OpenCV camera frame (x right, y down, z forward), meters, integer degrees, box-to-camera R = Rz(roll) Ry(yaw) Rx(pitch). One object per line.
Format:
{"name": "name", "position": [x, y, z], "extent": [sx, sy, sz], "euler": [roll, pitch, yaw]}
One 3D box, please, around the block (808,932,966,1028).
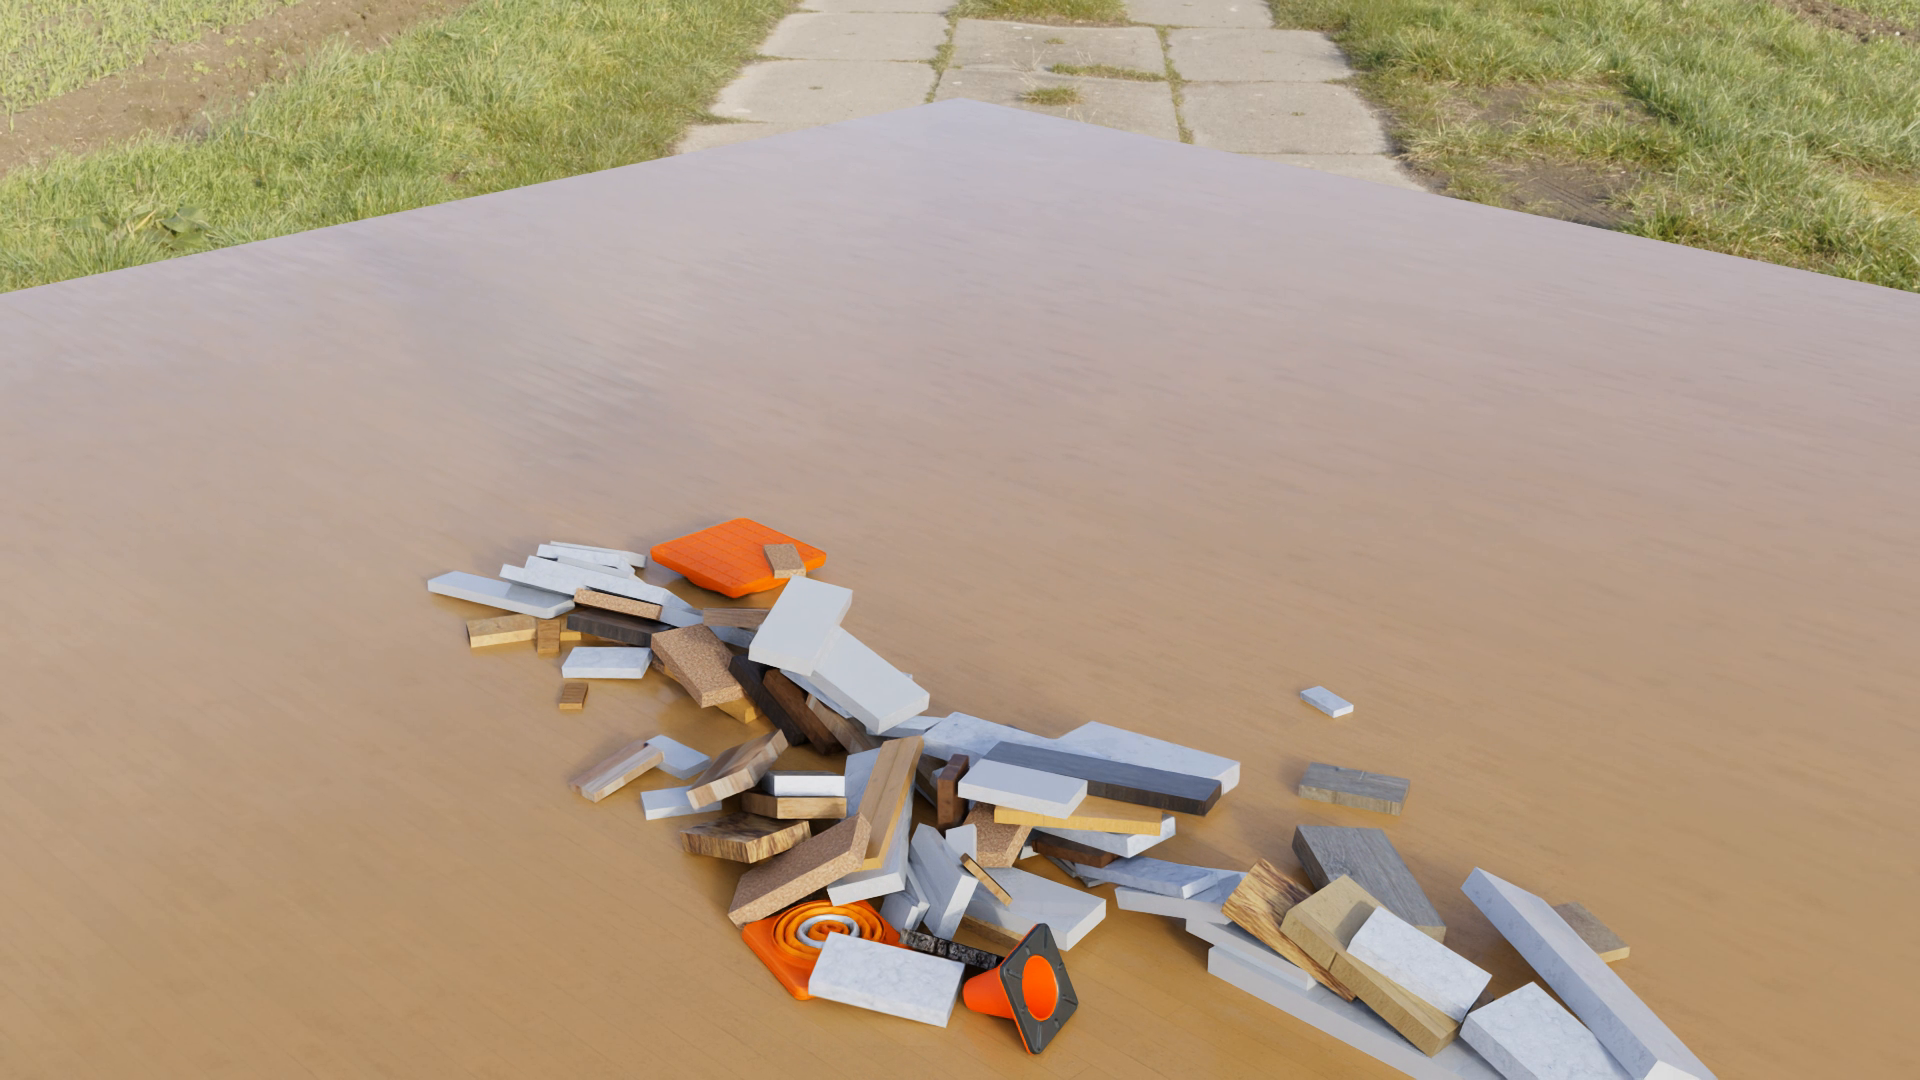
{"name": "block", "position": [-0.127, 0.767, 3.844], "extent": [0.248, 0.035, 0.124], "euler": [12, 35, 10]}

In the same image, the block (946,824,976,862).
{"name": "block", "position": [0.002, 0.587, 4.118], "extent": [0.056, 0.016, 0.113], "euler": [-16, 43, 16]}

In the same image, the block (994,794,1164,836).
{"name": "block", "position": [0.226, 0.512, 4.150], "extent": [0.311, 0.027, 0.095], "euler": [4, 21, 7]}

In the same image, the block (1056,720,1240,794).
{"name": "block", "position": [0.379, 0.461, 4.532], "extent": [0.352, 0.050, 0.176], "euler": [13, 19, 31]}

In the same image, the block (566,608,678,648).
{"name": "block", "position": [-0.789, 0.205, 5.148], "extent": [0.234, 0.033, 0.117], "euler": [11, 11, 24]}

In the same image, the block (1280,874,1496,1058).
{"name": "block", "position": [0.727, 0.721, 3.748], "extent": [0.167, 0.047, 0.334], "euler": [-22, 49, -41]}

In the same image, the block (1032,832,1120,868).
{"name": "block", "position": [0.226, 0.584, 4.186], "extent": [0.163, 0.023, 0.081], "euler": [8, 19, 39]}

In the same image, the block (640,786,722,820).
{"name": "block", "position": [-0.568, 0.532, 4.480], "extent": [0.154, 0.022, 0.077], "euler": [-6, 24, -14]}

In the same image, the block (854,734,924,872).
{"name": "block", "position": [-0.149, 0.505, 4.244], "extent": [0.081, 0.023, 0.428], "euler": [-11, 24, 16]}

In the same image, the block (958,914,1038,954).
{"name": "block", "position": [0.066, 0.702, 4.073], "extent": [0.190, 0.027, 0.095], "euler": [17, 28, 35]}

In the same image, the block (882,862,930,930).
{"name": "block", "position": [-0.102, 0.667, 4.090], "extent": [0.022, 0.077, 0.154], "euler": [23, 14, -24]}

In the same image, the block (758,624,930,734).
{"name": "block", "position": [-0.249, 0.267, 4.635], "extent": [0.142, 0.040, 0.385], "euler": [-25, 47, -38]}

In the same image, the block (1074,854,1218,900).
{"name": "block", "position": [0.342, 0.616, 4.066], "extent": [0.081, 0.023, 0.320], "euler": [-17, 10, -32]}

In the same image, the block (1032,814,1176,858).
{"name": "block", "position": [0.266, 0.540, 4.222], "extent": [0.135, 0.038, 0.269], "euler": [-18, 20, -41]}

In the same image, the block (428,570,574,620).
{"name": "block", "position": [-1.123, 0.133, 5.372], "extent": [0.403, 0.026, 0.093], "euler": [11, 20, 32]}

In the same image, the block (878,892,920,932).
{"name": "block", "position": [-0.112, 0.684, 4.047], "extent": [0.016, 0.056, 0.112], "euler": [22, 0, -25]}

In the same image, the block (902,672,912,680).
{"name": "block", "position": [-0.164, 0.311, 5.009], "extent": [0.100, 0.014, 0.050], "euler": [13, 26, 29]}

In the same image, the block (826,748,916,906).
{"name": "block", "position": [-0.166, 0.540, 4.256], "extent": [0.138, 0.039, 0.487], "euler": [-15, 23, 9]}

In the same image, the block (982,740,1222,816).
{"name": "block", "position": [0.268, 0.457, 4.226], "extent": [0.455, 0.031, 0.110], "euler": [8, 18, 21]}

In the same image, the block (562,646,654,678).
{"name": "block", "position": [-0.807, 0.281, 5.038], "extent": [0.186, 0.026, 0.093], "euler": [0, 28, 10]}

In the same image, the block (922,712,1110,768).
{"name": "block", "position": [0.110, 0.430, 4.409], "extent": [0.358, 0.038, 0.135], "euler": [14, 25, 27]}

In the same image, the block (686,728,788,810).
{"name": "block", "position": [-0.451, 0.465, 4.479], "extent": [0.138, 0.039, 0.275], "euler": [-22, 7, 13]}

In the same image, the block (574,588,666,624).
{"name": "block", "position": [-0.792, 0.165, 5.247], "extent": [0.234, 0.033, 0.117], "euler": [11, -11, 24]}

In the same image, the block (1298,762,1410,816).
{"name": "block", "position": [0.811, 0.511, 4.520], "extent": [0.208, 0.029, 0.104], "euler": [9, 25, 20]}

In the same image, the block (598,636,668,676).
{"name": "block", "position": [-0.680, 0.276, 5.084], "extent": [0.072, 0.020, 0.445], "euler": [-20, 30, -39]}

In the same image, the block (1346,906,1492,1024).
{"name": "block", "position": [0.775, 0.714, 3.708], "extent": [0.220, 0.031, 0.110], "euler": [31, 38, 20]}

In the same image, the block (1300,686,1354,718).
{"name": "block", "position": [0.816, 0.359, 4.893], "extent": [0.056, 0.016, 0.112], "euler": [-14, 27, -29]}

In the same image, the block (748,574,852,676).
{"name": "block", "position": [-0.337, 0.179, 4.674], "extent": [0.136, 0.039, 0.273], "euler": [15, 35, 9]}

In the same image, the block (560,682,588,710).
{"name": "block", "position": [-0.864, 0.349, 4.921], "extent": [0.050, 0.014, 0.100], "euler": [0, 23, -1]}

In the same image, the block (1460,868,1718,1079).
{"name": "block", "position": [1.080, 0.765, 3.783], "extent": [0.176, 0.050, 0.603], "euler": [27, 12, -25]}

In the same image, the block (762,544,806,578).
{"name": "block", "position": [-0.437, 0.052, 5.471], "extent": [0.078, 0.022, 0.157], "euler": [-3, 24, -15]}

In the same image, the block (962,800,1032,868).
{"name": "block", "position": [0.079, 0.537, 4.222], "extent": [0.124, 0.035, 0.248], "euler": [-4, 29, 27]}

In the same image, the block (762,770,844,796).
{"name": "block", "position": [-0.317, 0.486, 4.401], "extent": [0.136, 0.039, 0.273], "euler": [2, -4, -10]}

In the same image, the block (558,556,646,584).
{"name": "block", "position": [-0.878, 0.092, 5.420], "extent": [0.219, 0.031, 0.109], "euler": [12, -16, 27]}

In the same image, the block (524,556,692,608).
{"name": "block", "position": [-0.854, 0.117, 5.333], "extent": [0.408, 0.039, 0.138], "euler": [12, -15, 27]}

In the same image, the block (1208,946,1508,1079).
{"name": "block", "position": [0.730, 0.816, 3.776], "extent": [0.640, 0.047, 0.167], "euler": [21, 31, 40]}

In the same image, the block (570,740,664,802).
{"name": "block", "position": [-0.712, 0.479, 4.574], "extent": [0.078, 0.022, 0.191], "euler": [19, 37, 38]}

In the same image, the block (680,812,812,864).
{"name": "block", "position": [-0.415, 0.571, 4.242], "extent": [0.138, 0.039, 0.275], "euler": [-16, 7, -33]}

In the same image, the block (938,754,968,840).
{"name": "block", "position": [-0.013, 0.530, 4.246], "extent": [0.029, 0.208, 0.104], "euler": [7, 24, 16]}

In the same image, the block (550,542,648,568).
{"name": "block", "position": [-0.916, 0.037, 5.572], "extent": [0.219, 0.031, 0.109], "euler": [7, -4, 17]}
